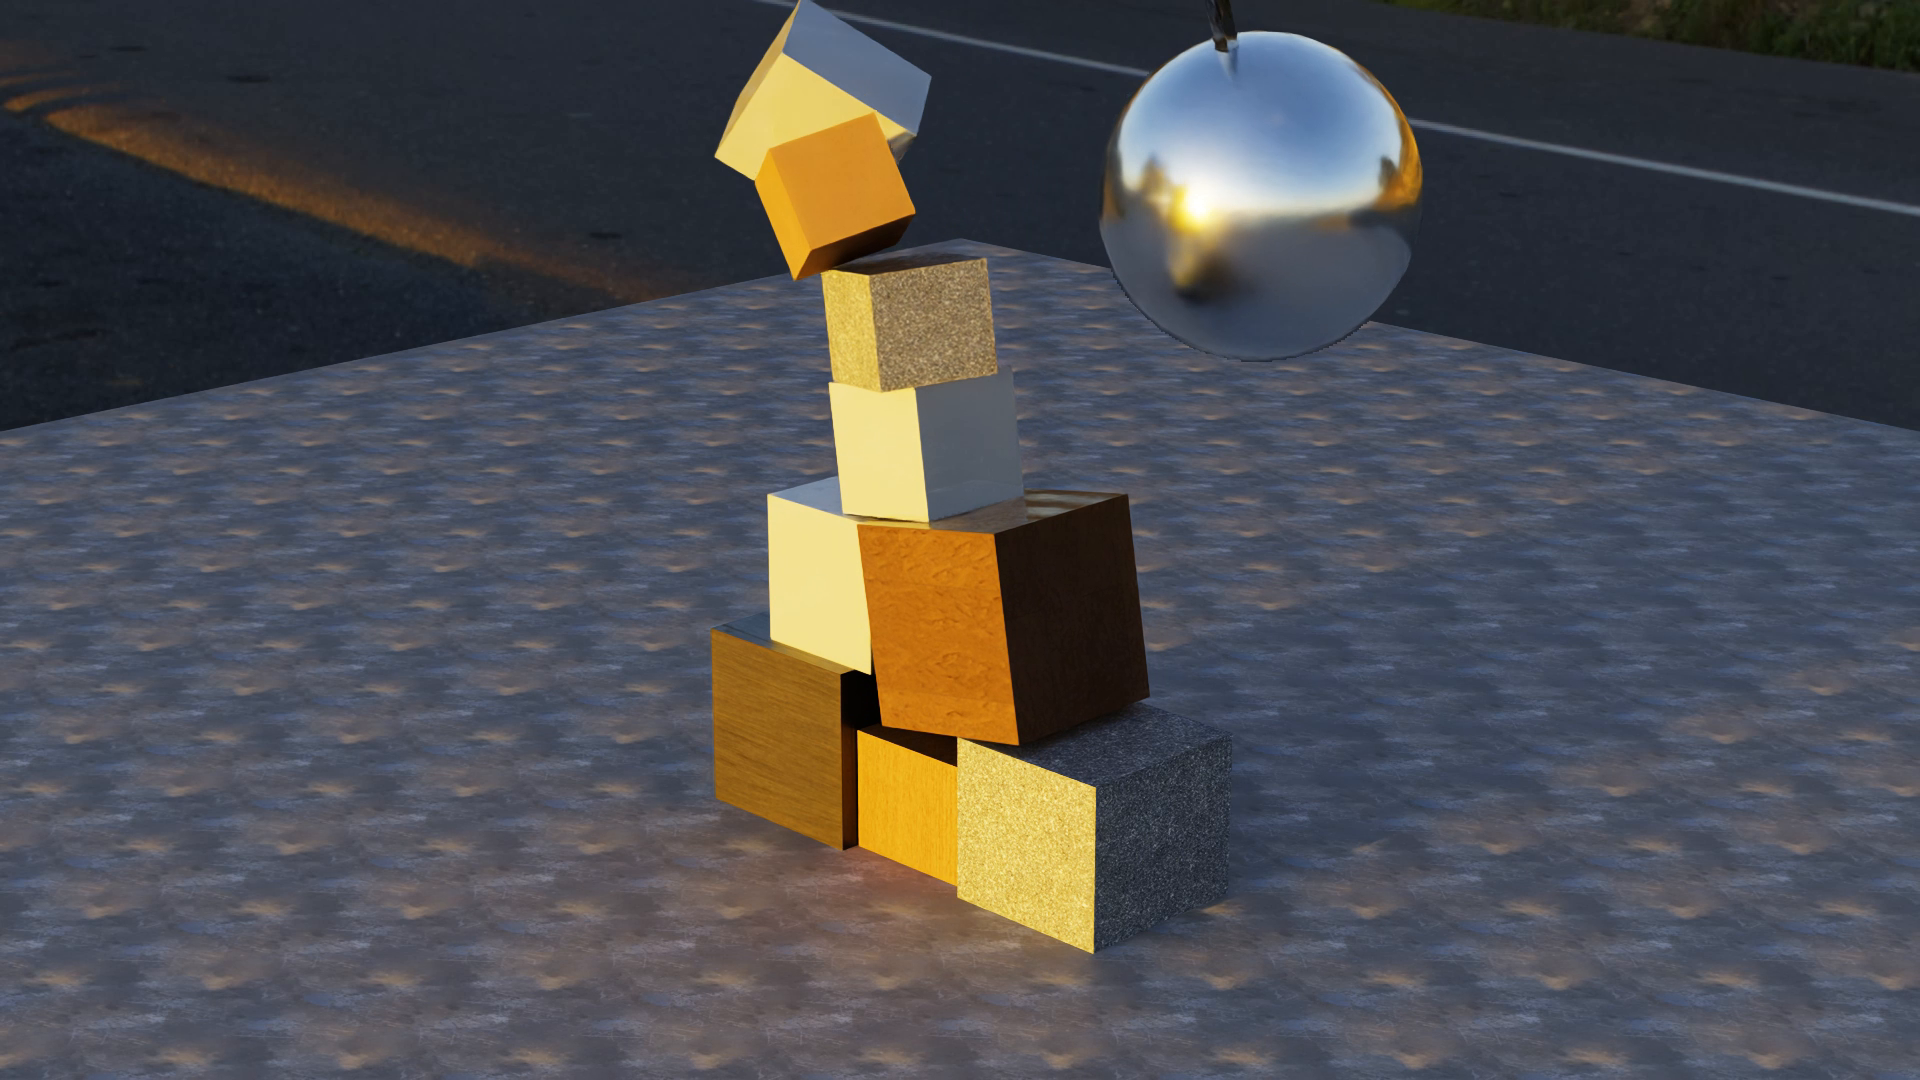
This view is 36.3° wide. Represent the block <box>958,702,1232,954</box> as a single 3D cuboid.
[{"bbox_3d":[0.601,1.235,13.126,0.900,0.773,0.830,-17,24,-42],"label":"block"}]

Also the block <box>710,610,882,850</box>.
[{"bbox_3d":[-0.561,0.845,14.190,0.879,0.878,0.914,-17,24,-42],"label":"block"}]

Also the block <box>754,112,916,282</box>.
[{"bbox_3d":[-0.555,-1.512,12.944,0.501,0.483,0.504,-21,-6,-14],"label":"block"}]

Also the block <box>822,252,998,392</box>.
[{"bbox_3d":[-0.229,-0.983,13.131,0.567,0.517,0.563,-11,12,-23],"label":"block"}]

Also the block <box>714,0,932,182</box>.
[{"bbox_3d":[-0.629,-1.977,13.670,0.717,0.610,0.733,30,29,-12],"label":"block"}]

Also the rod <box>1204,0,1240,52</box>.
[{"bbox_3d":[0.636,-4.476,12.601,0.080,5.200,0.080,17,44,42],"label":"rod"}]

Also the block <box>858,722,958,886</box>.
[{"bbox_3d":[0.040,1.159,13.686,0.727,0.581,0.729,-17,24,-42],"label":"block"}]

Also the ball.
[{"bbox_3d":[1.467,-1.682,14.351,1.600,1.600,1.600,0,17,0],"label":"ball"}]

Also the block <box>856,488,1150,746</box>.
[{"bbox_3d":[0.199,0.320,13.235,0.853,0.940,0.880,-17,14,-42],"label":"block"}]

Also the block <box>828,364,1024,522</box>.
[{"bbox_3d":[-0.151,-0.458,13.340,0.595,0.606,0.582,-16,15,-41],"label":"block"}]

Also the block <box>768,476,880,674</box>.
[{"bbox_3d":[-0.416,0.132,13.801,0.671,0.717,0.695,-17,24,-42],"label":"block"}]
